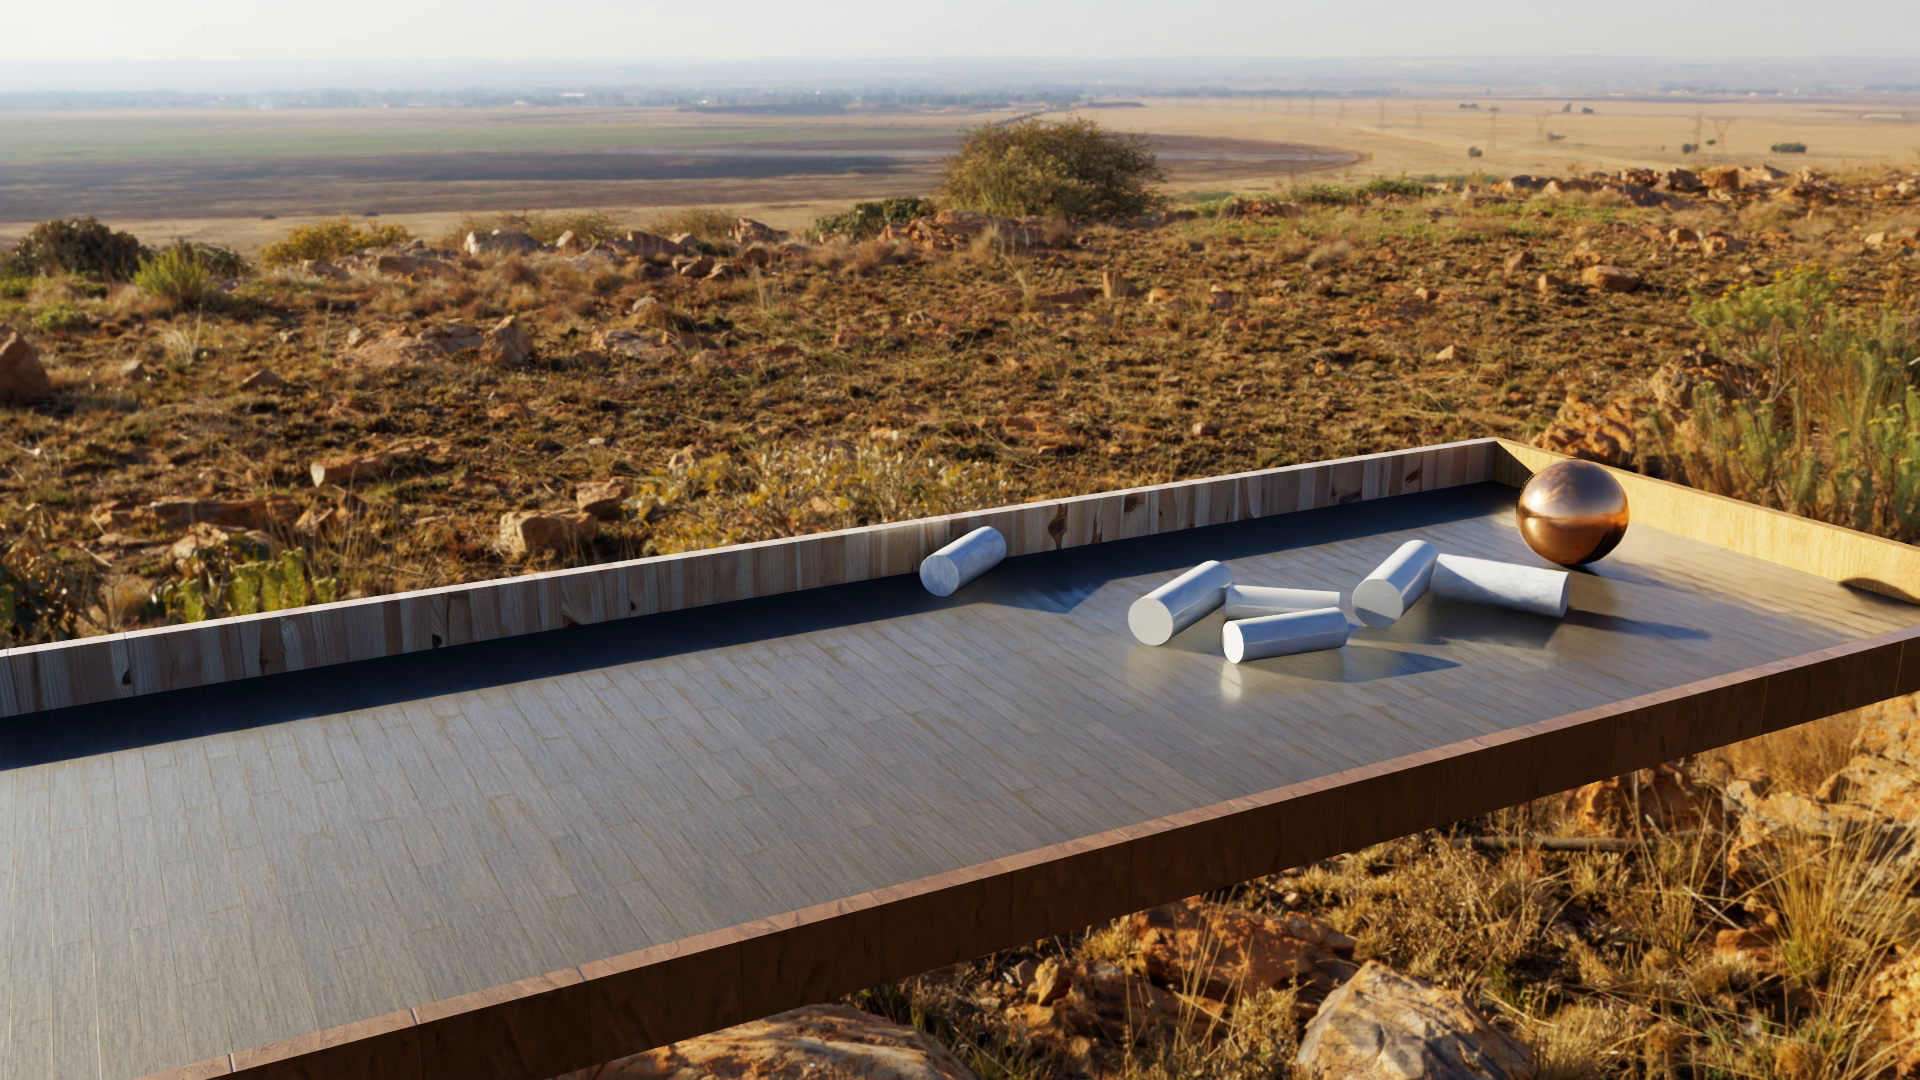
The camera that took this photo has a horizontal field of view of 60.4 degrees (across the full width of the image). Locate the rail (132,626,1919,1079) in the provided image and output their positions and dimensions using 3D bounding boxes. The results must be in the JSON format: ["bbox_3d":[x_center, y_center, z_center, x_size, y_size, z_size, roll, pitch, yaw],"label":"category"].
[{"bbox_3d":[-2.336,1.006,1.665,12.000,0.150,0.050,-9,18,-27],"label":"rail"}]

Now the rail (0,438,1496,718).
[{"bbox_3d":[-3.305,0.497,3.399,12.000,0.150,0.050,-9,18,-27],"label":"rail"}]

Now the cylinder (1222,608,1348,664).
[{"bbox_3d":[0.851,0.248,4.317,0.314,0.109,0.109,-6,17,-20],"label":"cylinder"}]

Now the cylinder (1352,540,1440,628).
[{"bbox_3d":[1.247,0.122,4.689,0.143,0.143,0.425,9,19,28],"label":"cylinder"}]

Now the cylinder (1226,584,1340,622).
[{"bbox_3d":[0.889,0.184,4.551,0.302,0.100,0.100,4,17,12],"label":"cylinder"}]

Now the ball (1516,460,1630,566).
[{"bbox_3d":[1.880,-0.082,5.060,0.324,0.324,0.324,0,16,0],"label":"ball"}]

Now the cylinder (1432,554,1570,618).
[{"bbox_3d":[1.536,0.129,4.685,0.354,0.130,0.130,10,19,30],"label":"cylinder"}]

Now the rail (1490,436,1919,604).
[{"bbox_3d":[2.466,-0.048,5.253,0.050,0.150,2.100,-9,18,-27],"label":"rail"}]

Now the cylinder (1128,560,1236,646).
[{"bbox_3d":[0.616,0.170,4.541,0.133,0.133,0.397,11,19,32],"label":"cylinder"}]

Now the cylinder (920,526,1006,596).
[{"bbox_3d":[0.012,0.061,4.921,0.128,0.128,0.330,8,18,25],"label":"cylinder"}]
